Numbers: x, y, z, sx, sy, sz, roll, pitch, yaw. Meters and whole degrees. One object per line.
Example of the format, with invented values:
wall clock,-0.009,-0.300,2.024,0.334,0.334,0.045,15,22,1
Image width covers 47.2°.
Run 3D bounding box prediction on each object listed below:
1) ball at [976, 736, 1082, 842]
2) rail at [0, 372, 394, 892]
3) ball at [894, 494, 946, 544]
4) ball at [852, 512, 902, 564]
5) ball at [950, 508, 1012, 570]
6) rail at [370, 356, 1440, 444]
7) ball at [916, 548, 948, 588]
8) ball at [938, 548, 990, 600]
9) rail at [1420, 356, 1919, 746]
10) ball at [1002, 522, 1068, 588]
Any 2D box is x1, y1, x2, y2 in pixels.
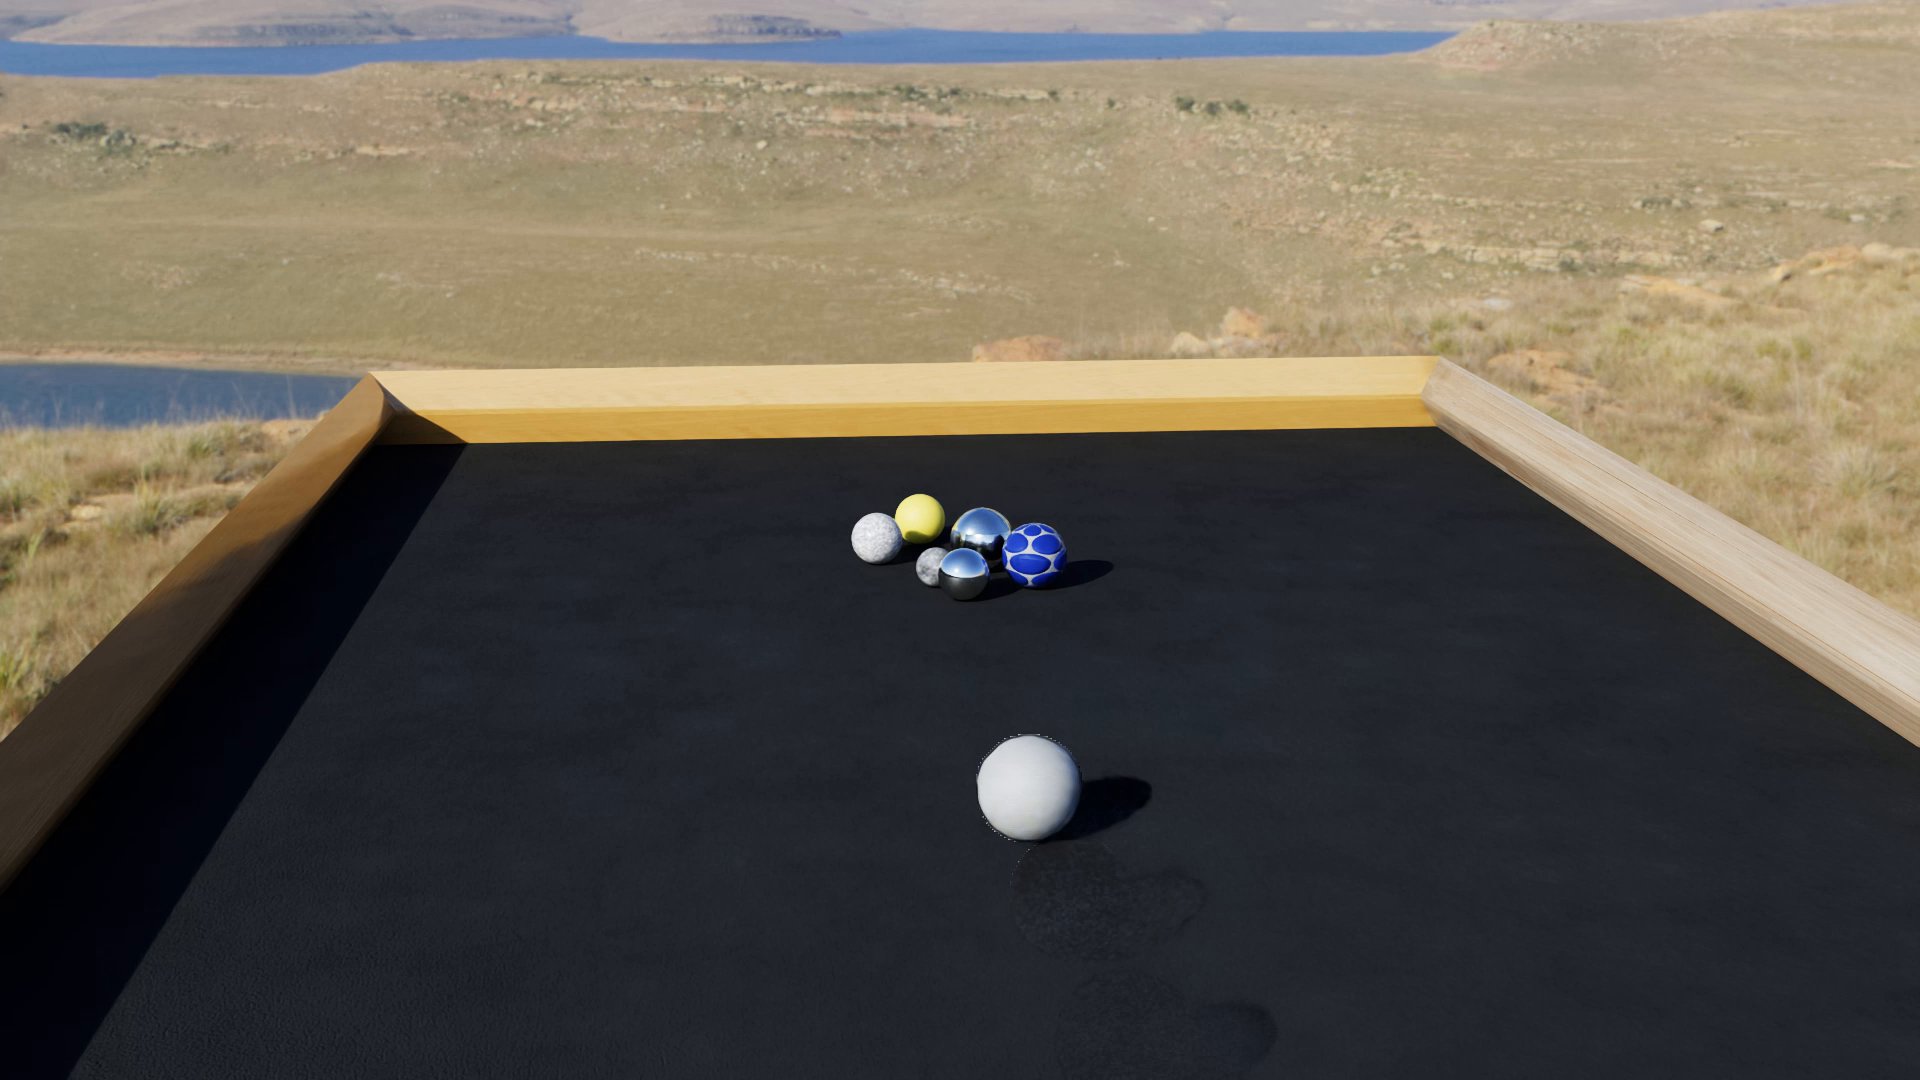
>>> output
ball,0.061,0.219,1.939,0.092,0.092,0.092,0,14,0
rail,-0.787,0.201,1.950,0.045,0.119,3.369,-1,14,-5
ball,-0.053,-0.028,2.953,0.068,0.068,0.068,0,14,0
ball,-0.108,-0.002,2.853,0.067,0.067,0.067,0,14,0
ball,0.028,-0.001,2.818,0.082,0.082,0.082,0,14,0
rail,-0.071,-0.228,3.625,1.775,0.119,0.045,-1,14,-5
ball,-0.030,0.034,2.747,0.050,0.050,0.050,0,14,0
ball,0.004,0.042,2.688,0.064,0.064,0.064,0,14,0
rail,0.934,0.164,2.095,0.045,0.119,3.369,-1,14,-5
ball,0.093,0.020,2.739,0.082,0.082,0.082,0,14,0
